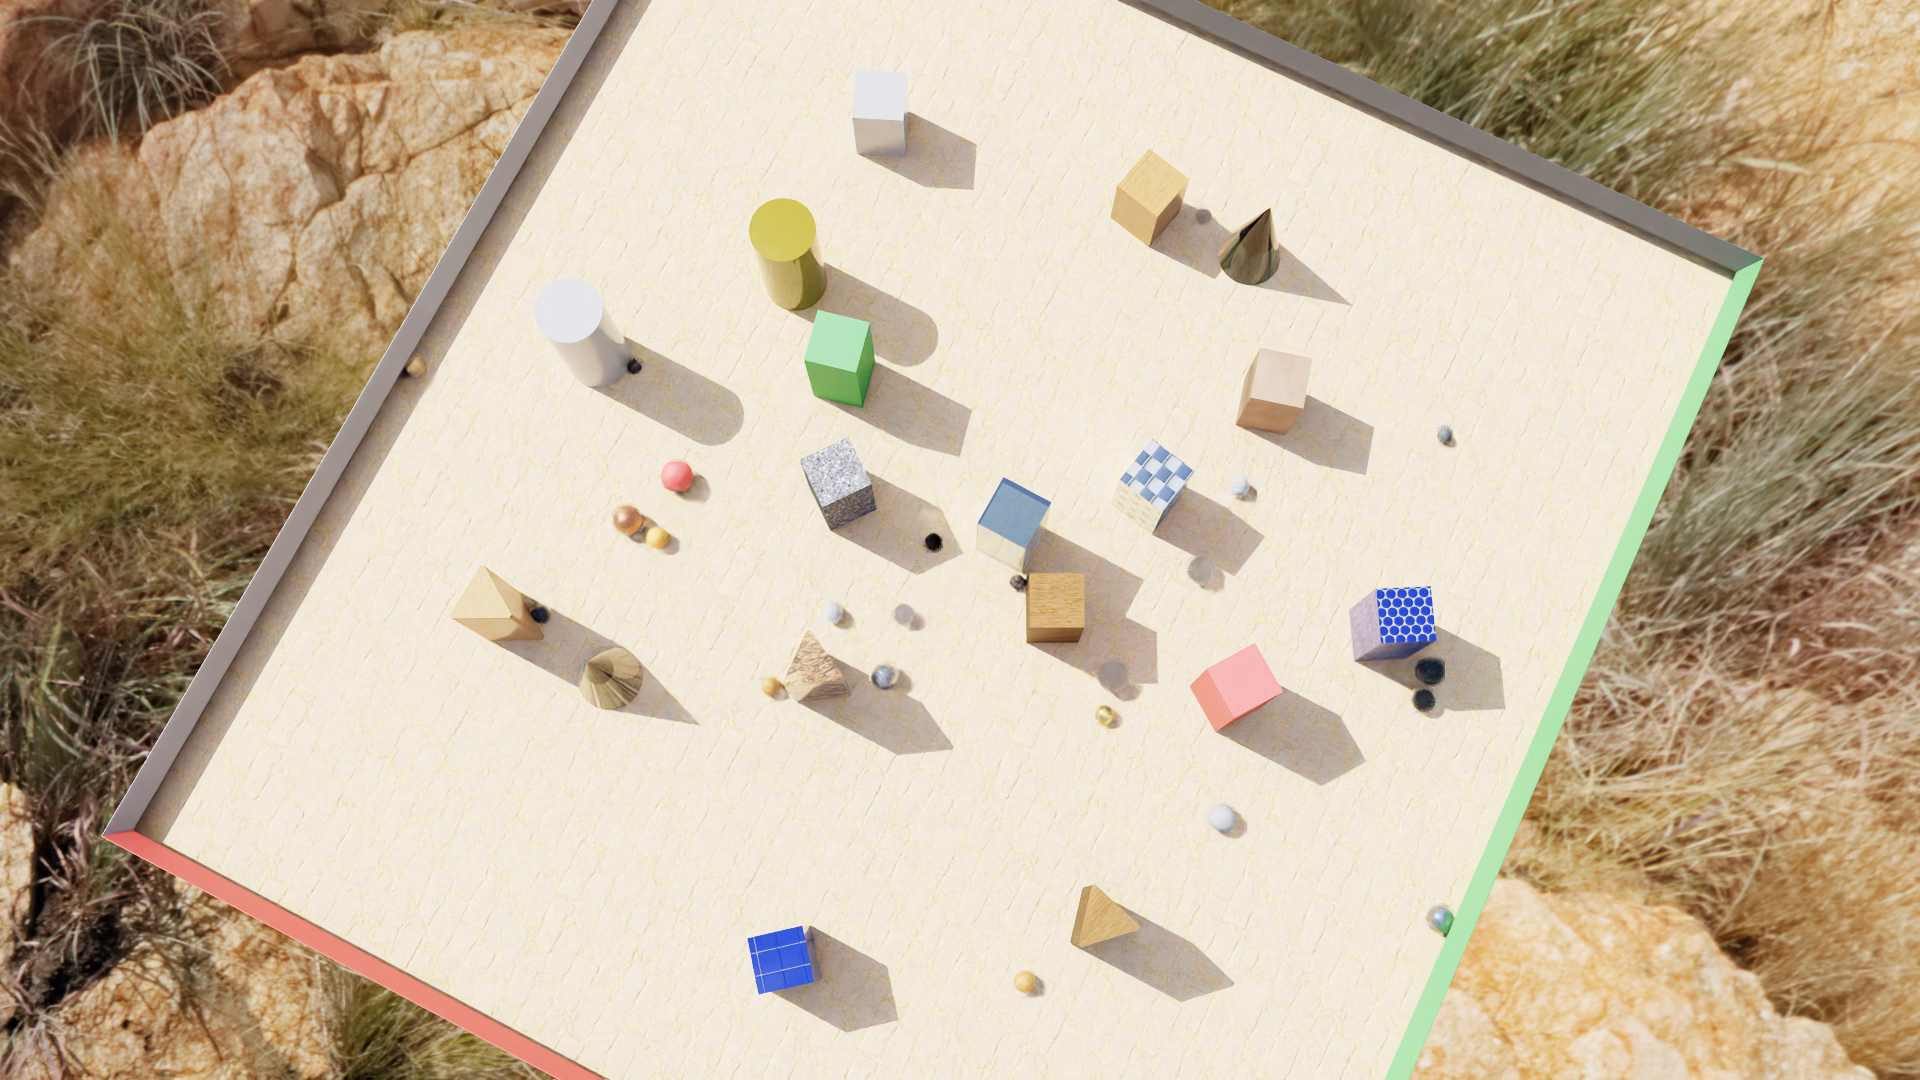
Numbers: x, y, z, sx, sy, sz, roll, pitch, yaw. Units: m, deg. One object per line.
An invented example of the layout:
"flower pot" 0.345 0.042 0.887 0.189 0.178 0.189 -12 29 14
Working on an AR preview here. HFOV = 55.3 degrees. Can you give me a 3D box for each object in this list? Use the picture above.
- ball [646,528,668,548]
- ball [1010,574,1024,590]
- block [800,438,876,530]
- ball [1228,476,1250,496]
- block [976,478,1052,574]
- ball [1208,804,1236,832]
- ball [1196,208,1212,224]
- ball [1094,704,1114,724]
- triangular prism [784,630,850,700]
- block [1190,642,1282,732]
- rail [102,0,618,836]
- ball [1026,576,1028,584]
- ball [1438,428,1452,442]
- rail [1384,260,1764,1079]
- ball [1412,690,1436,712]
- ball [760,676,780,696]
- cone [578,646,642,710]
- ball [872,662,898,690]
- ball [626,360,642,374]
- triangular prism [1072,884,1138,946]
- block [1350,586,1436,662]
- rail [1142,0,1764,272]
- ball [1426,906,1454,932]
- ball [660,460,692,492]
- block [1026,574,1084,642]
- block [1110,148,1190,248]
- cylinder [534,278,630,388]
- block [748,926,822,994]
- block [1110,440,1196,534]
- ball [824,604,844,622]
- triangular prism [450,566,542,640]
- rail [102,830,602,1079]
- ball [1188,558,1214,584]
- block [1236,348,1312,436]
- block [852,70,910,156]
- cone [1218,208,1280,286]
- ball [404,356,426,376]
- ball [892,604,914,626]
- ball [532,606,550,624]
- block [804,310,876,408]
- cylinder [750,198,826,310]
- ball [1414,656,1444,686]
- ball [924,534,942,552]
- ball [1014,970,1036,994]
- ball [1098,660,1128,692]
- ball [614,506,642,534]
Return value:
"ball" -0.922 -0.007 5.585 0.064 0.064 0.064 0 78 0
"ball" 0.174 0.127 5.566 0.047 0.047 0.047 0 78 0
"block" -0.361 -0.164 5.480 0.157 0.334 0.157 -25 79 -5
"ball" 0.855 -0.164 5.618 0.063 0.063 0.063 0 78 0
"block" 0.156 -0.040 5.433 0.157 0.376 0.157 28 80 6
"ball" 0.772 0.819 5.406 0.081 0.081 0.081 0 78 0
"ball" 0.771 -1.026 5.802 0.052 0.052 0.052 0 78 0
"ball" 0.431 0.521 5.479 0.058 0.058 0.058 0 78 0
"triangular prism" -0.420 0.365 5.344 0.170 0.386 0.147 -6 78 -1
"block" 0.798 0.433 5.328 0.157 0.390 0.157 -28 80 -5
"rail" -1.617 -0.785 5.713 0.045 0.128 3.805 26 80 5
"ball" 0.224 0.127 5.564 0.052 0.052 0.052 0 78 0
"ball" 1.497 -0.324 5.661 0.044 0.044 0.044 0 78 0
"rail" 1.617 0.798 5.385 0.045 0.128 3.805 26 80 5
"ball" 1.387 0.482 5.482 0.068 0.068 0.068 0 78 0
"ball" -0.570 0.438 5.497 0.057 0.057 0.057 0 78 0
"cone" -1.056 0.380 5.359 0.197 0.350 0.197 0 78 0
"ball" -0.224 0.406 5.491 0.082 0.082 0.082 0 78 0
"ball" -1.014 -0.539 5.705 0.045 0.045 0.045 0 78 0
"triangular prism" 0.387 1.052 5.199 0.170 0.391 0.147 -16 79 -3
"block" 1.265 0.248 5.377 0.157 0.368 0.157 -3 78 -1
"rail" 0.840 -1.639 5.890 3.662 0.128 0.045 26 80 5
"ball" 1.400 1.106 5.348 0.078 0.078 0.078 0 78 0
"ball" -0.867 -0.195 5.607 0.098 0.098 0.098 0 78 0
"block" 0.279 0.204 5.421 0.157 0.301 0.157 0 78 0
"block" 0.589 -1.062 5.705 0.157 0.258 0.157 39 81 7
"cylinder" -1.130 -0.617 5.513 0.197 0.452 0.197 0 78 0
"block" -0.498 1.194 5.225 0.157 0.283 0.157 -13 79 -3
"block" 0.575 -0.157 5.488 0.157 0.314 0.157 38 81 7
"ball" -0.382 0.221 5.540 0.060 0.060 0.060 0 78 0
"triangular prism" -1.348 0.185 5.365 0.170 0.417 0.147 -1 78 0
"rail" -0.840 1.652 5.208 3.662 0.128 0.045 26 80 5
"ball" 0.730 0.092 5.557 0.080 0.080 0.080 0 78 0
"block" 0.949 -0.447 5.552 0.157 0.307 0.157 12 79 2
"block" -0.247 -1.337 5.754 0.157 0.272 0.157 4 78 1
"cone" 0.916 -0.941 5.604 0.197 0.405 0.197 0 78 0
"ball" -1.694 -0.541 5.697 0.062 0.062 0.062 0 78 0
"ball" -0.170 0.225 5.536 0.066 0.066 0.066 0 78 0
"ball" -1.268 0.225 5.543 0.053 0.053 0.053 0 78 0
"block" -0.360 -0.542 5.536 0.157 0.379 0.157 14 79 3
"cylinder" -0.519 -0.862 5.569 0.197 0.442 0.197 0 78 0
"ball" 1.407 0.393 5.491 0.086 0.086 0.086 0 78 0
"ball" -0.082 0.007 5.588 0.053 0.053 0.053 0 78 0
"ball" 0.187 1.282 5.319 0.064 0.064 0.064 0 78 0
"ball" 0.458 0.408 5.485 0.093 0.093 0.093 0 78 0
"ball" -1.012 -0.060 5.583 0.089 0.089 0.089 0 78 0
